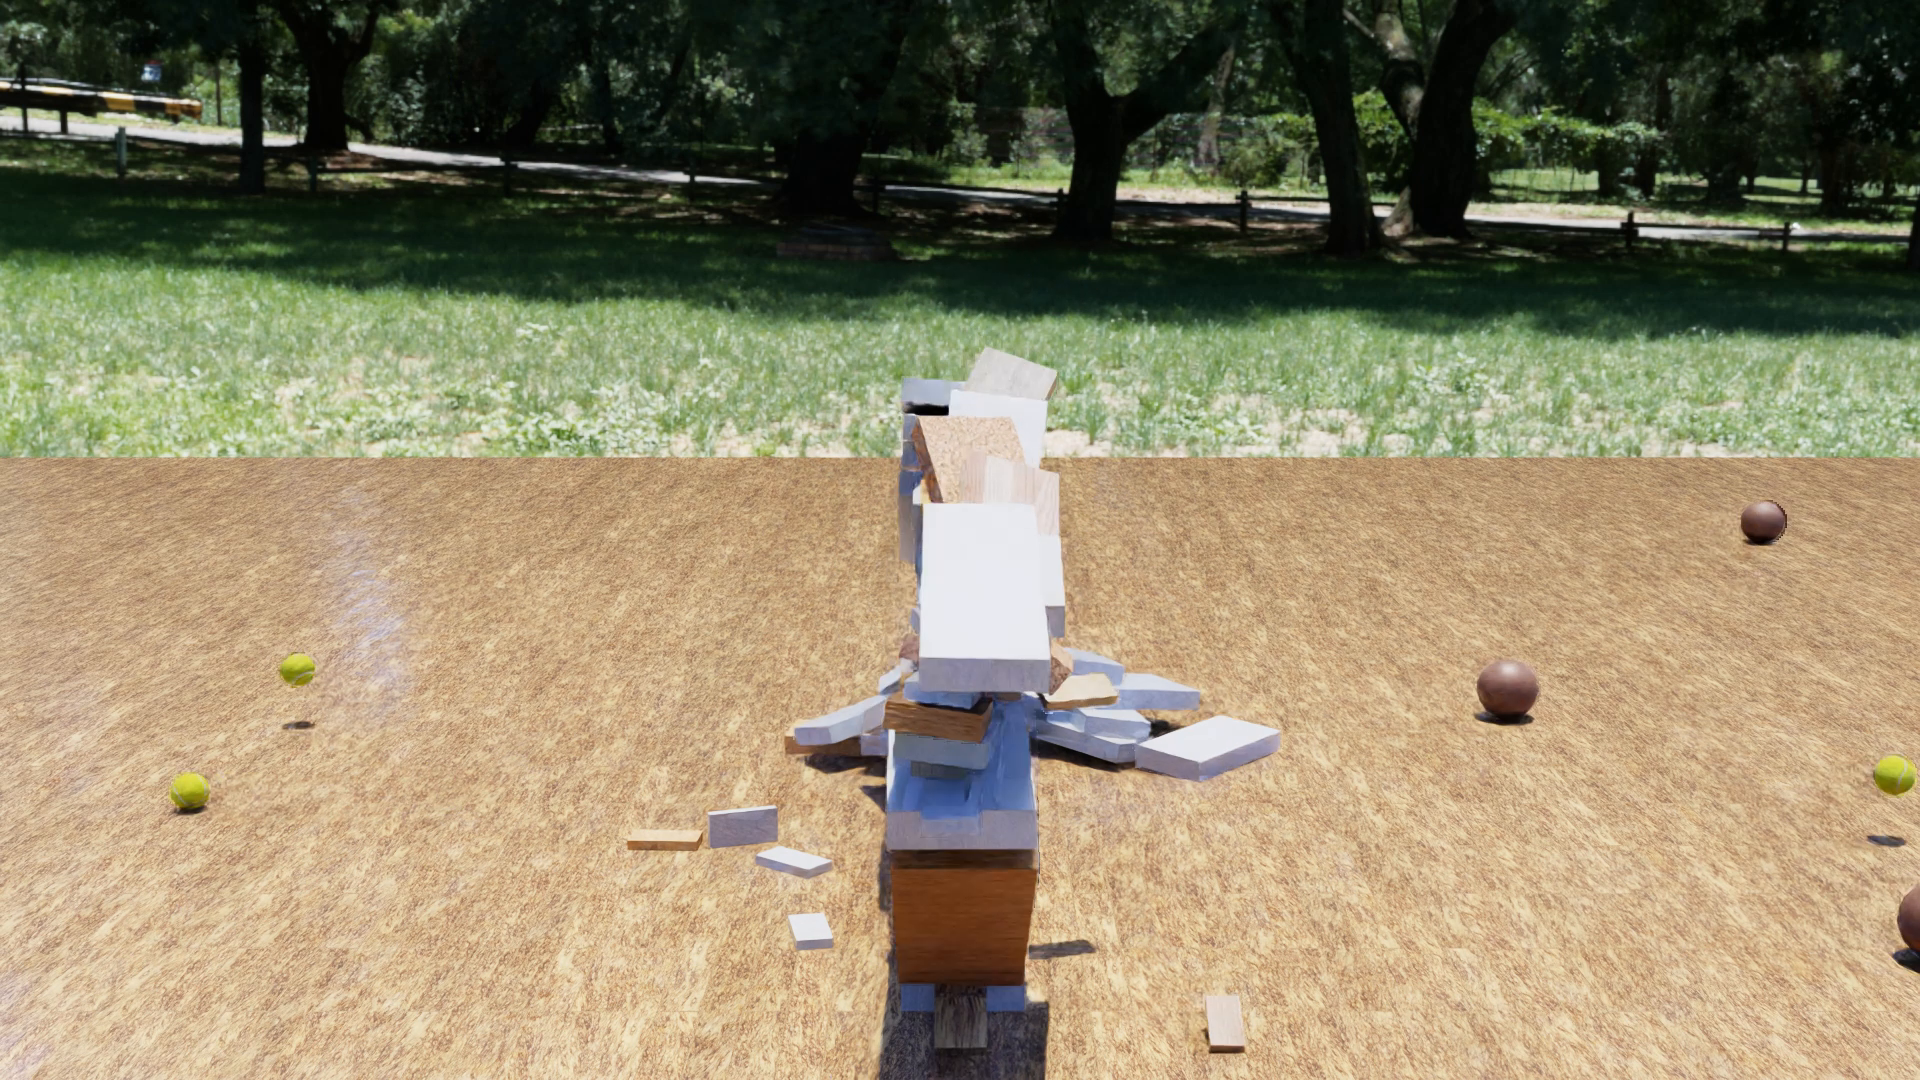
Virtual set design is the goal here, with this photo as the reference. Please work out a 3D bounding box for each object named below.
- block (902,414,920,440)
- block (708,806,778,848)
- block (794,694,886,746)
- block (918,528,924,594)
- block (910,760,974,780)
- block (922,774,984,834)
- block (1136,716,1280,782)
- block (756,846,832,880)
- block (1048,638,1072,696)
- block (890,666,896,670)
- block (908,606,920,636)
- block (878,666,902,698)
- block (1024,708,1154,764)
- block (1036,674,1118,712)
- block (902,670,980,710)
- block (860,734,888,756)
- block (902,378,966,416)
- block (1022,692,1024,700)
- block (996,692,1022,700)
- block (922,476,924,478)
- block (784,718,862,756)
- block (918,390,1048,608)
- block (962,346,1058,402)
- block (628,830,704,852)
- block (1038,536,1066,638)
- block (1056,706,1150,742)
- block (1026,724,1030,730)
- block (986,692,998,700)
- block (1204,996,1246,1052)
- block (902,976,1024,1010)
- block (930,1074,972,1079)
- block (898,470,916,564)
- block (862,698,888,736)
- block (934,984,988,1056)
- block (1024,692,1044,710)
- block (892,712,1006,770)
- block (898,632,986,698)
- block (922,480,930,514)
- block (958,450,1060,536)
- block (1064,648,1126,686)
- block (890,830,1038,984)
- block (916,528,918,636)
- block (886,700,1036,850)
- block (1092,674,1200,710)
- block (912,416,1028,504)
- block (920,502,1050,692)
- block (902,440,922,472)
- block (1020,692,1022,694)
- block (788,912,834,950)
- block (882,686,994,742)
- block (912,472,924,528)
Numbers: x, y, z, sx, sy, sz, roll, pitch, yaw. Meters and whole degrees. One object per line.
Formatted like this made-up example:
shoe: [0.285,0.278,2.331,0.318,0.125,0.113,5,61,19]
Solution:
block: [-0.023,-0.180,3.626,0.143,0.041,0.286,4,2,-2]
block: [-0.387,0.511,3.922,0.124,0.062,0.018,-4,11,-19]
block: [-0.194,0.357,4.472,0.262,0.037,0.131,-19,6,-36]
block: [-0.002,0.231,3.432,0.127,0.514,0.036,0,8,0]
block: [-0.015,0.256,2.556,0.062,0.018,0.124,4,5,10]
block: [-0.007,0.296,2.467,0.062,0.018,0.124,-2,17,4]
block: [0.504,0.420,4.446,0.149,0.042,0.298,13,16,38]
block: [-0.287,0.557,3.798,0.124,0.018,0.062,8,13,38]
block: [0.082,0.138,3.001,0.148,0.042,0.297,38,3,2]
block: [-0.035,0.309,4.857,0.131,0.037,0.449,0,0,-16]
block: [-0.015,0.129,2.908,0.076,0.022,0.412,16,2,-6]
block: [-0.032,0.262,4.344,0.247,0.035,0.123,-33,-53,32]
block: [0.251,0.397,4.487,0.273,0.039,0.136,14,8,38]
block: [0.177,0.232,3.365,0.115,0.016,0.058,-4,35,-19]
block: [-0.019,0.170,2.502,0.076,0.022,0.152,8,1,5]
block: [-0.075,0.381,4.439,0.140,0.040,0.280,-2,9,26]
block: [-0.025,-0.228,3.751,0.143,0.041,0.286,4,-5,0]
block: [0.015,0.349,4.708,0.140,0.040,0.280,1,0,26]
block: [0.004,0.282,3.240,0.178,0.050,0.355,0,11,0]
block: [-0.024,-0.132,3.424,0.048,0.014,0.095,4,56,17]
block: [-0.220,0.409,4.542,0.262,0.037,0.131,1,11,7]
block: [0.036,-0.049,3.288,0.148,0.385,0.042,7,-32,3]
block: [0.050,-0.180,3.416,0.123,0.247,0.035,20,-30,10]
block: [-0.525,0.535,3.918,0.124,0.018,0.062,1,11,3]
block: [0.056,0.054,2.712,0.140,0.040,0.279,1,17,1]
block: [0.287,0.358,4.534,0.136,0.039,0.273,8,7,-13]
block: [0.017,0.320,4.199,0.035,0.123,0.293,-41,15,-24]
block: [0.004,0.221,3.134,0.094,0.027,0.187,0,-16,-1]
block: [0.370,0.676,3.073,0.048,0.014,0.095,0,33,1]
block: [0.004,0.501,3.171,0.178,0.356,0.050,0,11,0]
block: [-0.010,0.713,2.657,0.062,0.124,0.018,5,2,10]
block: [-0.028,-0.034,3.862,0.156,0.044,0.311,4,-22,0]
block: [-0.062,0.327,4.126,0.156,0.044,0.312,8,-16,-18]
block: [0.000,0.648,3.067,0.073,0.021,0.146,0,49,-1]
block: [0.224,0.355,4.828,0.136,0.039,0.326,-8,13,-37]
block: [-0.010,0.228,2.578,0.107,0.030,0.213,7,6,6]
block: [-0.018,0.160,2.685,0.107,0.030,0.213,15,-12,3]
block: [-0.030,-0.066,3.371,0.058,0.016,0.115,0,21,-1]
block: [0.066,-0.016,3.084,0.139,0.040,0.279,15,35,-7]
block: [0.173,0.247,4.527,0.298,0.042,0.149,9,5,-27]
block: [0.003,0.476,2.802,0.170,0.048,0.580,0,-24,0]
block: [-0.007,0.084,3.530,0.127,0.254,0.036,0,-6,-1]
block: [-0.001,0.278,2.646,0.170,0.048,0.340,-1,17,-1]
block: [0.348,0.317,4.619,0.298,0.042,0.149,5,8,-41]
block: [0.036,-0.056,3.202,0.148,0.042,0.297,0,50,-20]
block: [0.025,0.058,2.560,0.140,0.040,0.453,1,22,-1]
block: [-0.023,-0.124,3.820,0.143,0.041,0.286,4,-7,2]
block: [0.064,0.204,4.022,0.044,0.156,0.311,-30,19,37]
block: [-0.236,0.618,3.473,0.058,0.016,0.115,-2,11,-11]
block: [-0.022,0.196,2.489,0.107,0.030,0.213,8,1,4]
block: [-0.009,-0.065,3.490,0.127,0.036,0.254,0,13,0]
